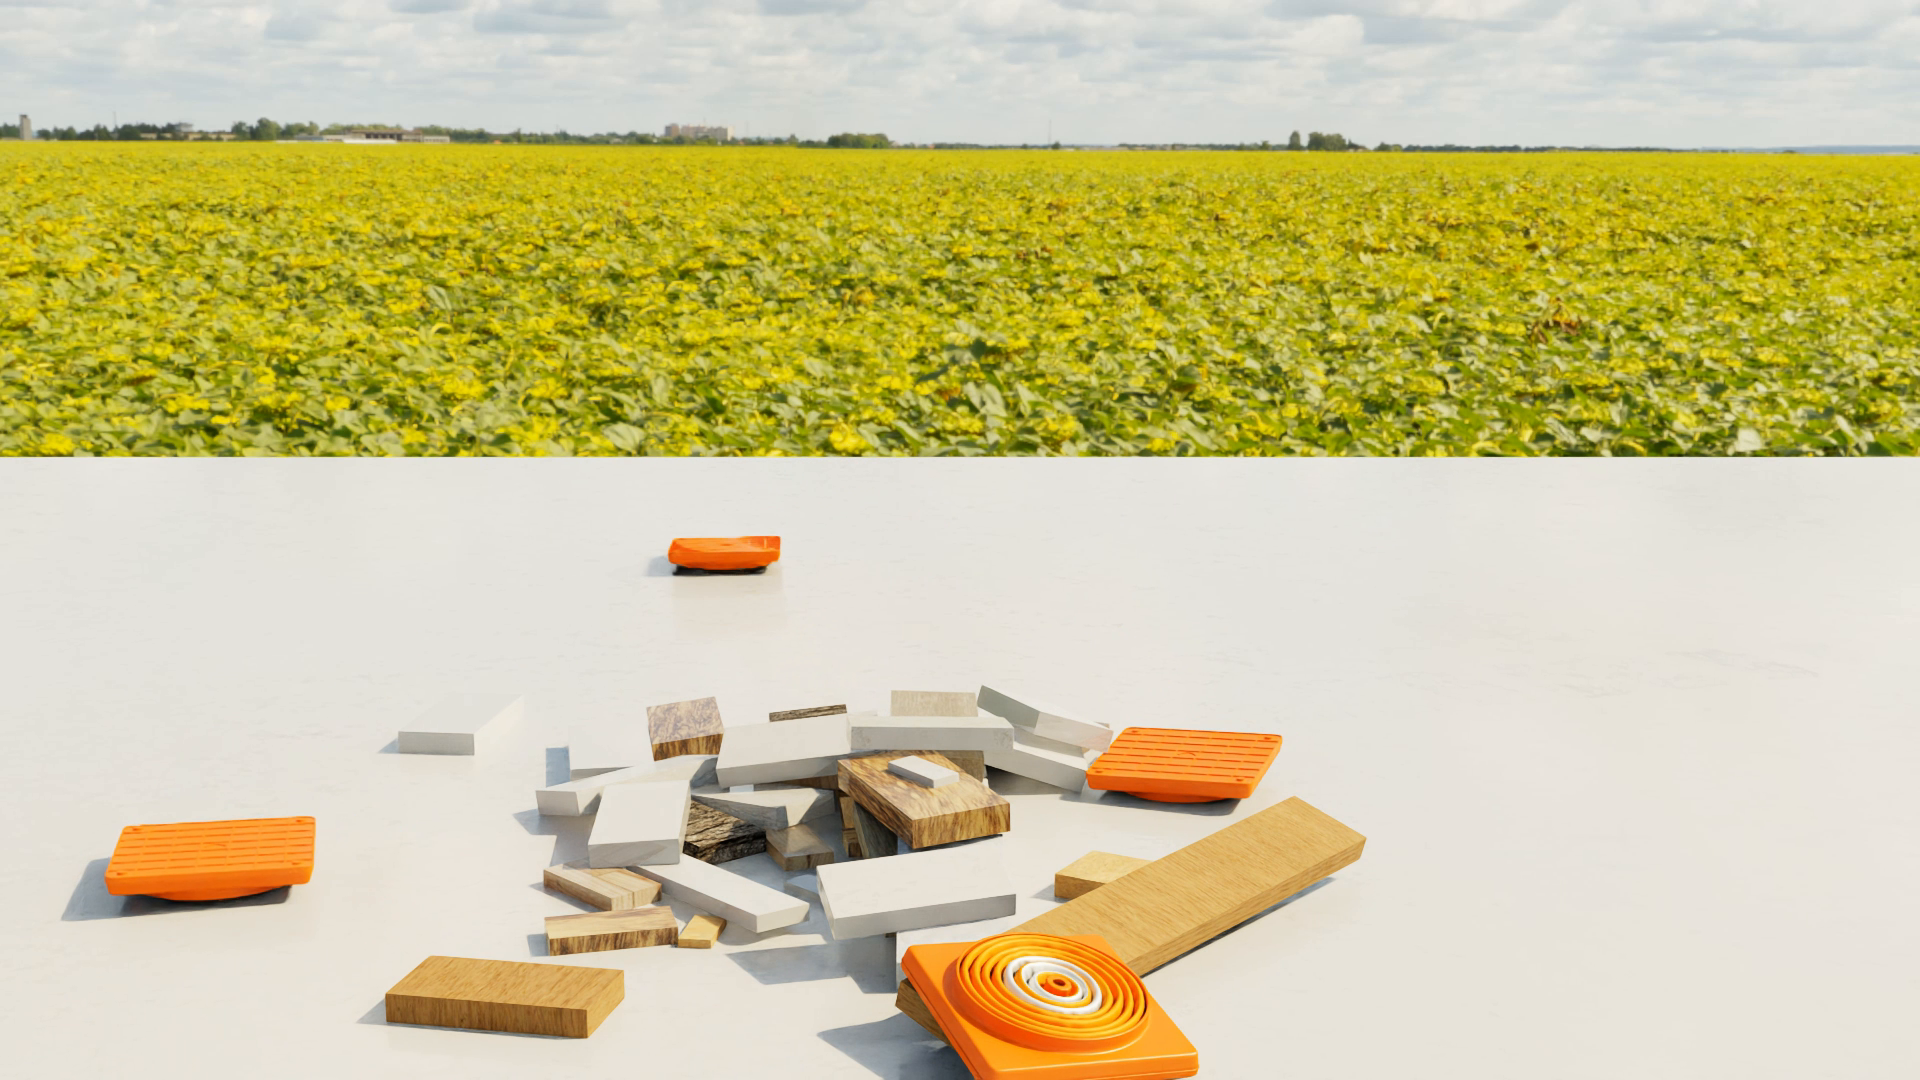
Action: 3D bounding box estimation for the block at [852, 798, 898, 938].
[{"bbox_3d":[-0.066,0.524,3.605,0.169,0.048,0.338,-4,26,-10],"label":"block"}]

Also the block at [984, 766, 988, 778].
[{"bbox_3d":[-0.039,0.440,4.276,0.088,0.025,0.176,-30,33,-31],"label":"block"}]

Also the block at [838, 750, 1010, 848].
[{"bbox_3d":[-0.064,0.423,3.654,0.169,0.048,0.338,-7,14,-23],"label":"block"}]

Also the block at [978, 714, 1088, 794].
[{"bbox_3d":[0.081,0.398,4.282,0.327,0.046,0.163,17,12,-6],"label":"block"}]

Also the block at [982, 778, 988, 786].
[{"bbox_3d":[-0.022,0.512,3.737,0.159,0.045,0.319,-1,26,-4],"label":"block"}]

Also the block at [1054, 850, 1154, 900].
[{"bbox_3d":[0.314,0.575,3.642,0.281,0.040,0.140,6,12,30],"label":"block"}]

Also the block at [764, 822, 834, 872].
[{"bbox_3d":[-0.291,0.540,3.873,0.088,0.025,0.175,-4,11,-21],"label":"block"}]

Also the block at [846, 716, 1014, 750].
[{"bbox_3d":[-0.054,0.338,3.849,0.281,0.040,0.140,1,3,-6],"label":"block"}]

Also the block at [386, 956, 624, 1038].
[{"bbox_3d":[-0.656,0.659,3.180,0.303,0.043,0.152,2,11,11],"label":"block"}]

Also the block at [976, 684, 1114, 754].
[{"bbox_3d":[0.167,0.358,4.422,0.163,0.046,0.327,16,0,-20],"label":"block"}]

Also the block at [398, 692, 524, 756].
[{"bbox_3d":[-1.049,0.386,4.644,0.161,0.046,0.321,1,11,7],"label":"block"}]

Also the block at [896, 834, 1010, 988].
[{"bbox_3d":[-0.012,0.570,3.403,0.169,0.048,0.338,0,26,-1],"label":"block"}]

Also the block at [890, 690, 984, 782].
[{"bbox_3d":[-0.045,0.354,3.999,0.159,0.045,0.319,2,17,-3],"label":"block"}]

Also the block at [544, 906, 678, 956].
[{"bbox_3d":[-0.549,0.614,3.460,0.199,0.028,0.099,-3,11,-15],"label":"block"}]

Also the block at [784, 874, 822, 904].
[{"bbox_3d":[-0.240,0.583,3.669,0.052,0.015,0.104,-10,15,-43],"label":"block"}]

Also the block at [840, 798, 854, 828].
[{"bbox_3d":[-0.127,0.501,3.994,0.176,0.025,0.088,-2,33,-10],"label":"block"}]

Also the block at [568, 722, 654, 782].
[{"bbox_3d":[-0.699,0.432,4.397,0.161,0.046,0.321,-2,11,-10],"label":"block"}]

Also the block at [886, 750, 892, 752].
[{"bbox_3d":[-0.049,0.454,3.952,0.159,0.045,0.319,1,31,-5],"label":"block"}]

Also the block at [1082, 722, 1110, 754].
[{"bbox_3d":[0.215,0.413,4.535,0.110,0.031,0.220,5,12,26],"label":"block"}]

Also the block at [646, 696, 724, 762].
[{"bbox_3d":[-0.570,0.393,4.569,0.148,0.042,0.296,-8,12,-9],"label":"block"}]

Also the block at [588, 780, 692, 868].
[{"bbox_3d":[-0.558,0.495,3.854,0.152,0.043,0.303,-3,13,-3],"label":"block"}]

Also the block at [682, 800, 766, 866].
[{"bbox_3d":[-0.488,0.519,3.939,0.141,0.040,0.284,-9,14,-40],"label":"block"}]

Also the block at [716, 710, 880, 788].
[{"bbox_3d":[-0.300,0.391,4.121,0.296,0.042,0.148,-7,26,5],"label":"block"}]

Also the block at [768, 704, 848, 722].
[{"bbox_3d":[-0.305,0.407,4.484,0.163,0.046,0.327,-6,11,-4],"label":"block"}]

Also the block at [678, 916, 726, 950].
[{"bbox_3d":[-0.406,0.619,3.473,0.052,0.015,0.104,1,11,7],"label":"block"}]

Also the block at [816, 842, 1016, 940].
[{"bbox_3d":[-0.068,0.537,3.368,0.281,0.040,0.140,-6,27,-13],"label":"block"}]

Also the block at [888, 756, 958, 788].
[{"bbox_3d":[-0.061,0.387,3.672,0.052,0.015,0.127,-11,16,-36],"label":"block"}]

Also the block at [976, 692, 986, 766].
[{"bbox_3d":[-0.006,0.400,4.607,0.110,0.031,0.526,0,11,0],"label":"block"}]

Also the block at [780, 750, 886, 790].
[{"bbox_3d":[-0.230,0.411,4.153,0.296,0.042,0.148,3,28,24],"label":"block"}]

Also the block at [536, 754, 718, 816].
[{"bbox_3d":[-0.614,0.459,4.130,0.321,0.046,0.161,-11,2,-38],"label":"block"}]

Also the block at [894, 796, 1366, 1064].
[{"bbox_3d":[0.299,0.578,3.403,0.152,0.043,1.010,29,28,34],"label":"block"}]

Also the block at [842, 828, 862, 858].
[{"bbox_3d":[-0.117,0.533,3.908,0.176,0.025,0.088,-2,11,-11],"label":"block"}]

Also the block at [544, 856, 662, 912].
[{"bbox_3d":[-0.598,0.575,3.671,0.099,0.028,0.199,-10,14,-43],"label":"block"}]

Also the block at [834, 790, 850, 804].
[{"bbox_3d":[-0.198,0.470,4.244,0.088,0.025,0.176,-1,11,-8],"label":"block"}]

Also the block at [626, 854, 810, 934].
[{"bbox_3d":[-0.404,0.575,3.617,0.099,0.028,0.400,-7,10,-38],"label":"block"}]

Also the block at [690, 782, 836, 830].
[{"bbox_3d":[-0.380,0.483,4.055,0.283,0.040,0.141,2,9,43],"label":"block"}]
